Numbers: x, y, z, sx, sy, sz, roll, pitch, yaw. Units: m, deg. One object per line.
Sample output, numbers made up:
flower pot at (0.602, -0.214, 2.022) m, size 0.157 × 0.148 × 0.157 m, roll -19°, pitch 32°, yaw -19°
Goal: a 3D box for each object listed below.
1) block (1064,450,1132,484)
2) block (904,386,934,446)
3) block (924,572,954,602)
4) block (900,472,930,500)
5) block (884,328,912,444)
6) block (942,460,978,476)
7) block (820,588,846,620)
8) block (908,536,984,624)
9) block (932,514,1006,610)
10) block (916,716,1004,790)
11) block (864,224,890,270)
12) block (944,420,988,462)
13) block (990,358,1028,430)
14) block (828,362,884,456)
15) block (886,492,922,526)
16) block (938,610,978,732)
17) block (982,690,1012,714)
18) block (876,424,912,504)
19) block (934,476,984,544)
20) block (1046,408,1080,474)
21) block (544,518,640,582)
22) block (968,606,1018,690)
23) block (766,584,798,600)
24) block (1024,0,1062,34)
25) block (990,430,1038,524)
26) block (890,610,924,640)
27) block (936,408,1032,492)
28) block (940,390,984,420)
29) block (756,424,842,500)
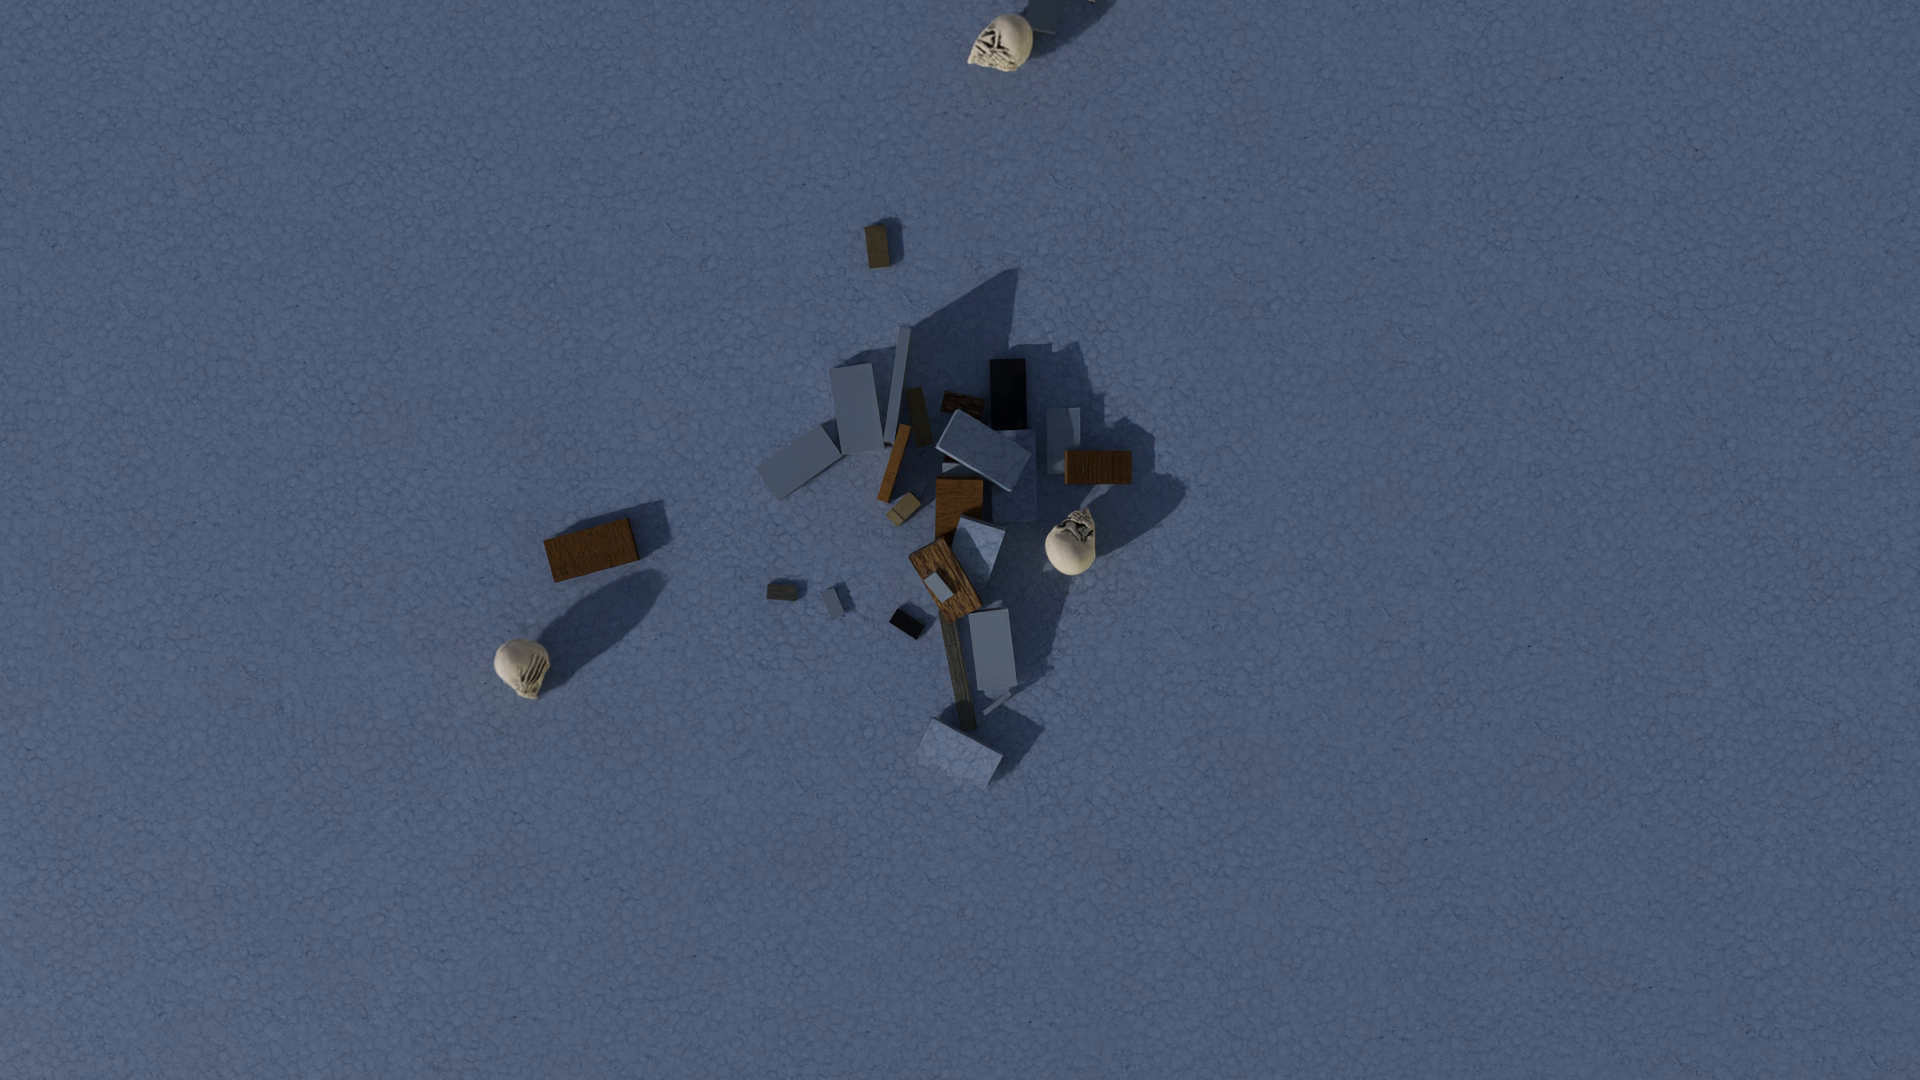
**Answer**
block at (0.458, -0.240, 5.464) m, size 0.219 × 0.031 × 0.109 m, roll 0°, pitch 90°, yaw -11°
block at (-0.136, -0.411, 5.492) m, size 0.057 × 0.016 × 0.193 m, roll -12°, pitch 90°, yaw 0°
block at (-0.069, 0.153, 5.385) m, size 0.049 × 0.014 × 0.097 m, roll -36°, pitch 103°, yaw 10°
block at (-0.151, -0.166, 5.492) m, size 0.057 × 0.016 × 0.114 m, roll 26°, pitch 90°, yaw 0°
block at (-0.205, -0.505, 5.435) m, size 0.037 × 0.130 × 0.371 m, roll 8°, pitch 90°, yaw 0°
block at (0.000, -0.142, 5.454) m, size 0.118 × 0.033 × 0.236 m, roll 1°, pitch 105°, yaw 0°
block at (-0.423, 0.212, 5.493) m, size 0.049 × 0.014 × 0.097 m, roll -24°, pitch 90°, yaw 0°
block at (-0.046, 0.131, 5.405) m, size 0.131 × 0.037 × 0.263 m, roll -28°, pitch 104°, yaw 8°
block at (0.029, 0.082, 5.431) m, size 0.153 × 0.043 × 0.305 m, roll 17°, pitch 106°, yaw -5°
block at (-0.003, 0.707, 5.474) m, size 0.263 × 0.037 × 0.131 m, roll 28°, pitch 97°, yaw 0°
block at (-0.275, -0.975, 5.490) m, size 0.069 × 0.020 × 0.138 m, roll -7°, pitch 90°, yaw 0°
block at (0.012, -0.282, 5.456) m, size 0.118 × 0.033 × 0.236 m, roll 10°, pitch 102°, yaw -2°
block at (0.161, -0.482, 5.483) m, size 0.118 × 0.033 × 0.236 m, roll -2°, pitch 90°, yaw 0°
block at (-0.342, -0.434, 5.480) m, size 0.143 × 0.041 × 0.286 m, roll -9°, pitch 90°, yaw 0°
block at (-0.187, -0.103, 5.479) m, size 0.114 × 0.016 × 0.057 m, roll -44°, pitch 94°, yaw 11°
block at (-0.008, 0.432, 5.492) m, size 0.054 × 0.015 × 0.409 m, roll -11°, pitch 90°, yaw 0°
block at (0.123, 0.539, 5.473) m, size 0.109 × 0.054 × 0.015 m, roll -38°, pitch 90°, yaw 0°
block at (-0.215, -0.251, 5.435) m, size 0.037 × 0.130 × 0.259 m, roll 17°, pitch 90°, yaw 0°
block at (-0.005, -0.056, 5.435) m, size 0.153 × 0.043 × 0.305 m, roll 2°, pitch 107°, yaw 0°
block at (0.345, -0.329, 5.485) m, size 0.109 × 0.031 × 0.219 m, roll -1°, pitch 90°, yaw 0°
block at (-1.223, 0.034, 5.480) m, size 0.286 × 0.041 × 0.143 m, roll -15°, pitch 90°, yaw 0°
block at (0.108, 0.359, 5.458) m, size 0.131 × 0.037 × 0.263 m, roll -7°, pitch 100°, yaw 0°
block at (-0.593, 0.175, 5.493) m, size 0.097 × 0.014 × 0.049 m, roll 4°, pitch 90°, yaw 0°
block at (0.286, -1.801, 5.485) m, size 0.109 × 0.031 × 0.219 m, roll 10°, pitch 90°, yaw 0°
block at (0.177, -0.211, 5.478) m, size 0.153 × 0.043 × 0.305 m, roll -2°, pitch 90°, yaw 0°
block at (-0.177, 0.280, 5.492) m, size 0.109 × 0.015 × 0.054 m, roll 33°, pitch 90°, yaw 0°
block at (0.077, -0.292, 5.394) m, size 0.286 × 0.041 × 0.143 m, roll 31°, pitch 80°, yaw -13°
block at (0.009, -0.448, 5.490) m, size 0.138 × 0.020 × 0.069 m, roll 12°, pitch 90°, yaw 0°
block at (-0.533, -0.257, 5.482) m, size 0.259 × 0.037 × 0.130 m, roll -35°, pitch 90°, yaw 0°
